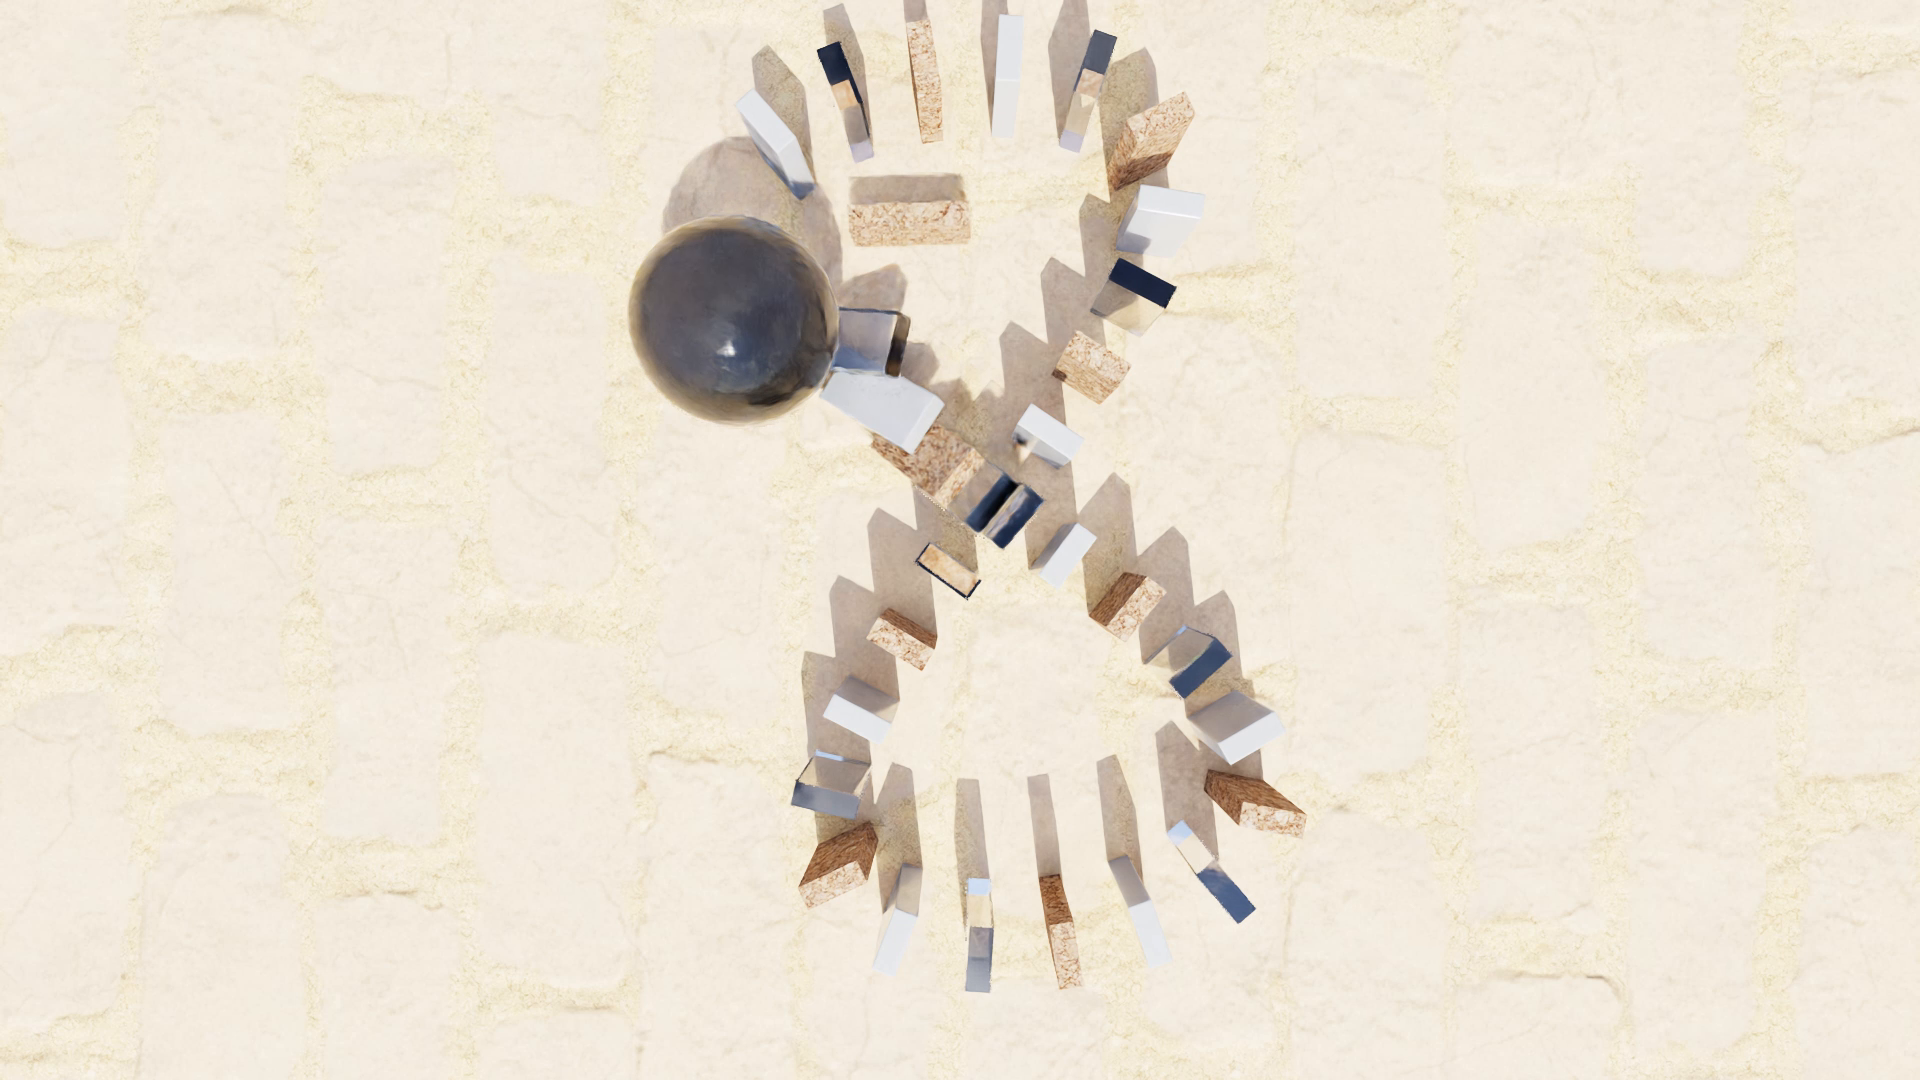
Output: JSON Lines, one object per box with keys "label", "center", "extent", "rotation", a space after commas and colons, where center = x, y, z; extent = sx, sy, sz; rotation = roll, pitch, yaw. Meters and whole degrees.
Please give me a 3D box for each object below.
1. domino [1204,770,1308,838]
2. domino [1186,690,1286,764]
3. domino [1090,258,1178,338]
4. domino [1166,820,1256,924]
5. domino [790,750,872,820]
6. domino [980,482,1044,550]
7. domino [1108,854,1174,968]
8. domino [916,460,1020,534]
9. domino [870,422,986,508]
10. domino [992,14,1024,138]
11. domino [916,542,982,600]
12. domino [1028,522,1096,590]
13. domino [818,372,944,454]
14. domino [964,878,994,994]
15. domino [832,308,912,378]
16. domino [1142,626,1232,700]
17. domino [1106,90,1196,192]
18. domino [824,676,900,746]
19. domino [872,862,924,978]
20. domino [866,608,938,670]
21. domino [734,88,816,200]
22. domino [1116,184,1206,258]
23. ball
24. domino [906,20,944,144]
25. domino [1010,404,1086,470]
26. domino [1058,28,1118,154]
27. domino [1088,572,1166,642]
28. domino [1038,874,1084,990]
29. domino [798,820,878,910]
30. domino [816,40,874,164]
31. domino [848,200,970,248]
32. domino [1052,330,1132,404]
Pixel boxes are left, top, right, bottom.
{"label": "domino", "center": [0.120, 0.107, 0.375], "extent": [0.025, 0.050, 0.009], "rotation": [11, 90, 0]}
{"label": "domino", "center": [0.112, 0.076, 0.375], "extent": [0.025, 0.050, 0.010], "rotation": [-30, 90, 0]}
{"label": "domino", "center": [0.070, -0.098, 0.375], "extent": [0.025, 0.050, 0.009], "rotation": [27, 90, 0]}
{"label": "domino", "center": [0.102, 0.135, 0.375], "extent": [0.010, 0.050, 0.025], "rotation": [-41, 90, 0]}
{"label": "domino", "center": [-0.052, 0.099, 0.375], "extent": [0.025, 0.050, 0.009], "rotation": [13, 90, 0]}
{"label": "domino", "center": [0.018, -0.011, 0.375], "extent": [0.010, 0.050, 0.025], "rotation": [40, 90, -10]}
{"label": "domino", "center": [0.073, 0.151, 0.375], "extent": [0.009, 0.050, 0.025], "rotation": [-20, 90, 0]}
{"label": "domino", "center": [0.001, -0.023, 0.377], "extent": [0.025, 0.050, 0.010], "rotation": [-50, 124, 0]}
{"label": "domino", "center": [-0.014, -0.036, 0.380], "extent": [0.025, 0.010, 0.050], "rotation": [-50, 48, 0]}
{"label": "domino", "center": [0.019, -0.188, 0.375], "extent": [0.010, 0.050, 0.025], "rotation": [3, 90, 0]}
{"label": "domino", "center": [-0.005, 0.012, 0.375], "extent": [0.025, 0.050, 0.010], "rotation": [36, 90, 0]}
{"label": "domino", "center": [0.041, 0.006, 0.375], "extent": [0.010, 0.050, 0.025], "rotation": [37, 90, 0]}
{"label": "domino", "center": [-0.033, -0.059, 0.384], "extent": [0.050, 0.010, 0.025], "rotation": [33, 90, 28]}
{"label": "domino", "center": [0.008, 0.160, 0.375], "extent": [0.010, 0.050, 0.025], "rotation": [4, 90, 0]}
{"label": "domino", "center": [-0.045, -0.083, 0.383], "extent": [0.050, 0.010, 0.025], "rotation": [13, 90, 33]}
{"label": "domino", "center": [0.092, 0.049, 0.375], "extent": [0.025, 0.050, 0.010], "rotation": [-42, 90, 0]}
{"label": "domino", "center": [0.077, -0.162, 0.375], "extent": [0.025, 0.050, 0.009], "rotation": [-26, 90, 0]}
{"label": "domino", "center": [-0.039, 0.069, 0.375], "extent": [0.025, 0.050, 0.010], "rotation": [27, 90, 0]}
{"label": "domino", "center": [-0.025, 0.154, 0.375], "extent": [0.009, 0.050, 0.025], "rotation": [21, 90, 0]}
{"label": "domino", "center": [-0.023, 0.040, 0.375], "extent": [0.025, 0.050, 0.010], "rotation": [31, 90, 0]}
{"label": "domino", "center": [-0.074, -0.160, 0.375], "extent": [0.009, 0.050, 0.025], "rotation": [-41, 90, 0]}
{"label": "domino", "center": [0.081, -0.129, 0.375], "extent": [0.025, 0.050, 0.010], "rotation": [9, 90, 0]}
{"label": "ball", "center": [-0.087, -0.084, 0.355], "extent": [0.080, 0.080, 0.080], "rotation": [0, 90, 0]}
{"label": "domino", "center": [-0.014, -0.186, 0.375], "extent": [0.009, 0.050, 0.025], "rotation": [-10, 90, 0]}
{"label": "domino", "center": [0.035, -0.042, 0.375], "extent": [0.025, 0.050, 0.010], "rotation": [34, 90, 0]}
{"label": "domino", "center": [0.052, -0.182, 0.375], "extent": [0.009, 0.050, 0.025], "rotation": [19, 90, 0]}
{"label": "domino", "center": [0.067, 0.027, 0.375], "extent": [0.009, 0.050, 0.025], "rotation": [39, 90, 0]}
{"label": "domino", "center": [0.041, 0.159, 0.375], "extent": [0.010, 0.050, 0.025], "rotation": [-9, 90, 0]}
{"label": "domino", "center": [-0.049, 0.132, 0.375], "extent": [0.025, 0.050, 0.010], "rotation": [-25, 90, 0]}
{"label": "domino", "center": [-0.046, -0.177, 0.375], "extent": [0.009, 0.050, 0.025], "rotation": [-21, 90, 0]}
{"label": "domino", "center": [-0.021, -0.133, 0.388], "extent": [0.050, 0.025, 0.009], "rotation": [-2, 90, 0]}
{"label": "domino", "center": [0.053, -0.069, 0.375], "extent": [0.025, 0.050, 0.010], "rotation": [32, 90, 0]}
